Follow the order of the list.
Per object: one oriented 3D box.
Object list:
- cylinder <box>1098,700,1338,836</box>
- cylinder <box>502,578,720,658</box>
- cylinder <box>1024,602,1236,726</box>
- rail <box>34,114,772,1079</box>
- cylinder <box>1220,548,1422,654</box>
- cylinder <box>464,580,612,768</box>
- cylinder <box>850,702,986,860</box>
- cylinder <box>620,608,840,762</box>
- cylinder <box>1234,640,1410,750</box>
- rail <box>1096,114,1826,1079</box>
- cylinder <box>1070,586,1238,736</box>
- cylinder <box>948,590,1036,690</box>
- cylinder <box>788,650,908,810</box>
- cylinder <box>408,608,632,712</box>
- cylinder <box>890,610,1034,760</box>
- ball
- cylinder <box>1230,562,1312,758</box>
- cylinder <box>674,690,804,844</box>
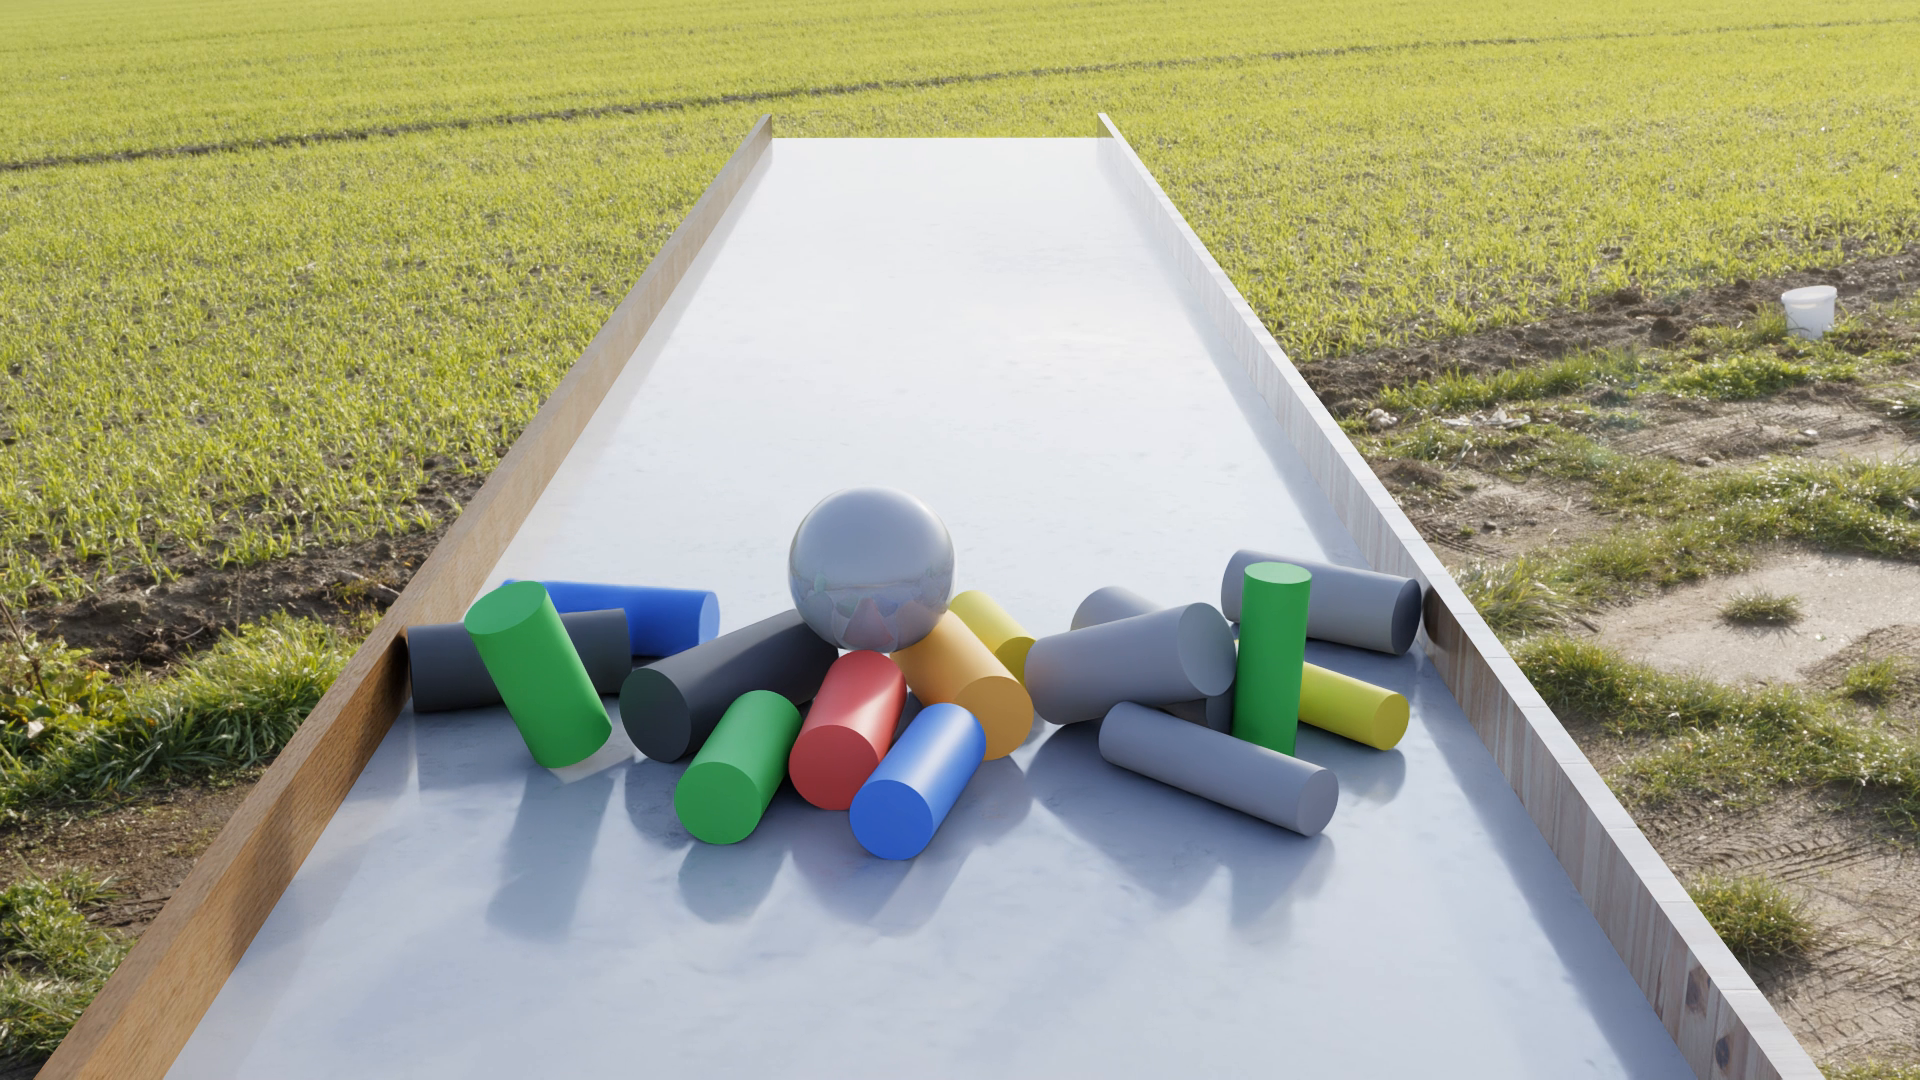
[{"bbox_3d":[0.434,0.384,3.736,0.114,0.114,0.433,-15,22,-42],"label":"cylinder"},{"bbox_3d":[-0.713,0.160,4.446,0.429,0.138,0.138,3,17,11],"label":"cylinder"},{"bbox_3d":[0.303,0.225,3.958,0.360,0.167,0.167,-15,2,42],"label":"cylinder"},{"bbox_3d":[-1.118,-0.838,7.780,0.050,0.150,12.000,0,17,-1],"label":"rail"},{"bbox_3d":[0.743,0.125,4.531,0.379,0.157,0.157,11,20,32],"label":"cylinder"},{"bbox_3d":[-0.735,0.236,3.845,0.150,0.300,0.150,-15,31,9],"label":"cylinder"},{"bbox_3d":[-0.065,0.396,3.653,0.138,0.138,0.351,4,17,14],"label":"cylinder"},{"bbox_3d":[-0.418,0.262,4.041,0.174,0.174,0.411,12,20,34],"label":"cylinder"},{"bbox_3d":[0.648,0.285,4.082,0.106,0.106,0.382,-14,21,-39],"label":"cylinder"},{"bbox_3d":[0.932,-0.844,7.801,0.050,0.150,12.000,0,17,-1],"label":"rail"},{"bbox_3d":[0.401,0.230,4.151,0.171,0.171,0.457,-9,19,-28],"label":"cylinder"},{"bbox_3d":[0.067,0.199,4.357,0.115,0.115,0.302,-5,17,-17],"label":"cylinder"},{"bbox_3d":[-0.192,0.327,3.855,0.154,0.154,0.376,2,17,5],"label":"cylinder"},{"bbox_3d":[-0.837,0.228,4.180,0.403,0.162,0.162,-5,17,-15],"label":"cylinder"},{"bbox_3d":[-0.003,0.260,4.073,0.160,0.160,0.406,-5,17,-16],"label":"cylinder"},{"bbox_3d":[-0.162,0.054,4.074,0.318,0.318,0.318,0,17,0],"label":"ball"},{"bbox_3d":[0.546,0.220,3.878,0.116,0.343,0.116,2,18,-1],"label":"cylinder"},{"bbox_3d":[-0.367,0.378,3.703,0.145,0.145,0.331,2,17,8],"label":"cylinder"}]
